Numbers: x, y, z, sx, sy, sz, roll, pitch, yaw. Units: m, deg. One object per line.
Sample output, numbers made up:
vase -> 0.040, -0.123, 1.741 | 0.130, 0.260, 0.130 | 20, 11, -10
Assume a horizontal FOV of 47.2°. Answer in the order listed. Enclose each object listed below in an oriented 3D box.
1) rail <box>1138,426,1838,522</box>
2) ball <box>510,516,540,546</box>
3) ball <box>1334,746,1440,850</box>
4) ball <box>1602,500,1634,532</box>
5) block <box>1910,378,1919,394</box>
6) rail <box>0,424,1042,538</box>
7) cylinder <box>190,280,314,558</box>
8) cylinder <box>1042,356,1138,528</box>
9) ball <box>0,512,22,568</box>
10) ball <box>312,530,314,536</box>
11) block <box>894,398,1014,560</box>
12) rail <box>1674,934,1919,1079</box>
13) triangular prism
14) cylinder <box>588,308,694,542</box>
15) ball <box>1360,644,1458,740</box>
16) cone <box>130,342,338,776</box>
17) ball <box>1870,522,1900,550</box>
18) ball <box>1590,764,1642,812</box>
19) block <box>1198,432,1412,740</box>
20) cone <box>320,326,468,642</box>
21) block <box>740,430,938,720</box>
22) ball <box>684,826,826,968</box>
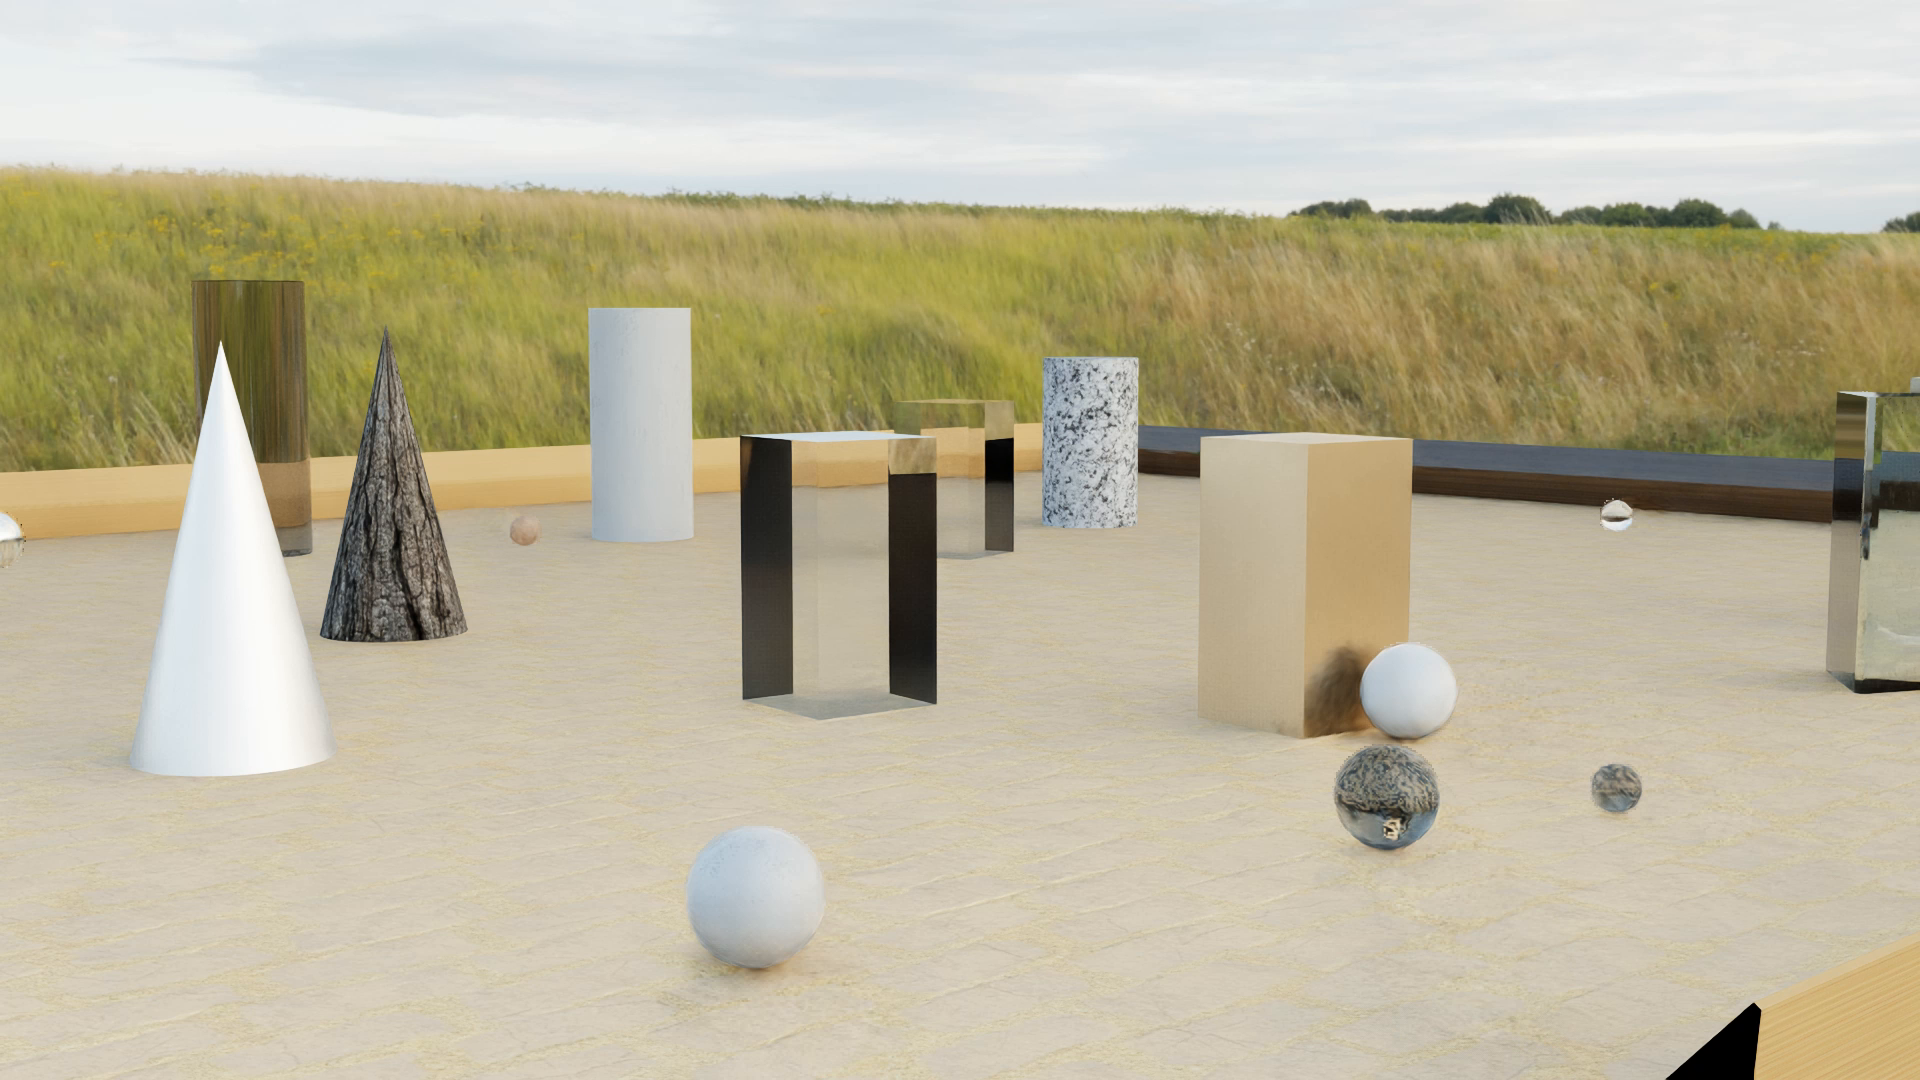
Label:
rail -> 1.630, -0.122, 4.827 | 0.045, 0.130, 3.931 | -5, 8, -42
ball -> -0.828, -0.017, 4.182 | 0.057, 0.057, 0.057 | 0, 6, 0
ball -> 0.354, 0.214, 1.825 | 0.086, 0.086, 0.086 | 0, 6, 0
ball -> 1.332, -0.048, 4.456 | 0.063, 0.063, 0.063 | 0, 6, 0
block -> 1.448, -0.051, 3.089 | 0.160, 0.351, 0.160 | -4, 7, -34
rail -> -1.317, -0.114, 4.751 | 4.482, 0.130, 0.045 | -5, 8, -42
cylinder -> -1.297, -0.223, 4.032 | 0.200, 0.499, 0.200 | 0, 6, 0
cylinder -> 0.273, -0.207, 4.606 | 0.200, 0.348, 0.200 | 0, 6, 0
ball -> -1.678, 0.000, 3.811 | 0.100, 0.100, 0.100 | 0, 6, 0
ball -> -1.258, -0.012, 4.205 | 0.042, 0.042, 0.042 | 0, 6, 0
block -> -0.010, -0.115, 4.041 | 0.160, 0.280, 0.160 | 4, 7, 32
rail -> 1.317, 0.181, 1.912 | 4.482, 0.130, 0.045 | -5, 8, -42
triangular prism -> 1.106, -0.003, 2.649 | 0.173, 0.346, 0.150 | -2, 6, -19
cylinder -> -0.627, -0.230, 4.329 | 0.200, 0.450, 0.200 | 0, 6, 0
ball -> 0.468, 0.158, 2.294 | 0.099, 0.099, 0.099 | 0, 6, 0
cone -> -0.729, 0.010, 2.190 | 0.200, 0.415, 0.200 | 0, 6, 0
ball -> 1.725, -0.006, 4.101 | 0.053, 0.053, 0.053 | 0, 6, 0
ball -> 0.584, 0.221, 1.958 | 0.044, 0.044, 0.044 | 0, 6, 0
block -> 0.373, 0.043, 2.389 | 0.160, 0.308, 0.160 | -4, 7, -37
cone -> -0.788, -0.085, 3.043 | 0.200, 0.428, 0.200 | 0, 6, 0
block -> -0.138, 0.034, 2.496 | 0.160, 0.304, 0.160 | -4, 7, -37
ball -> -0.139, 0.243, 1.496 | 0.095, 0.095, 0.095 | 0, 6, 0
